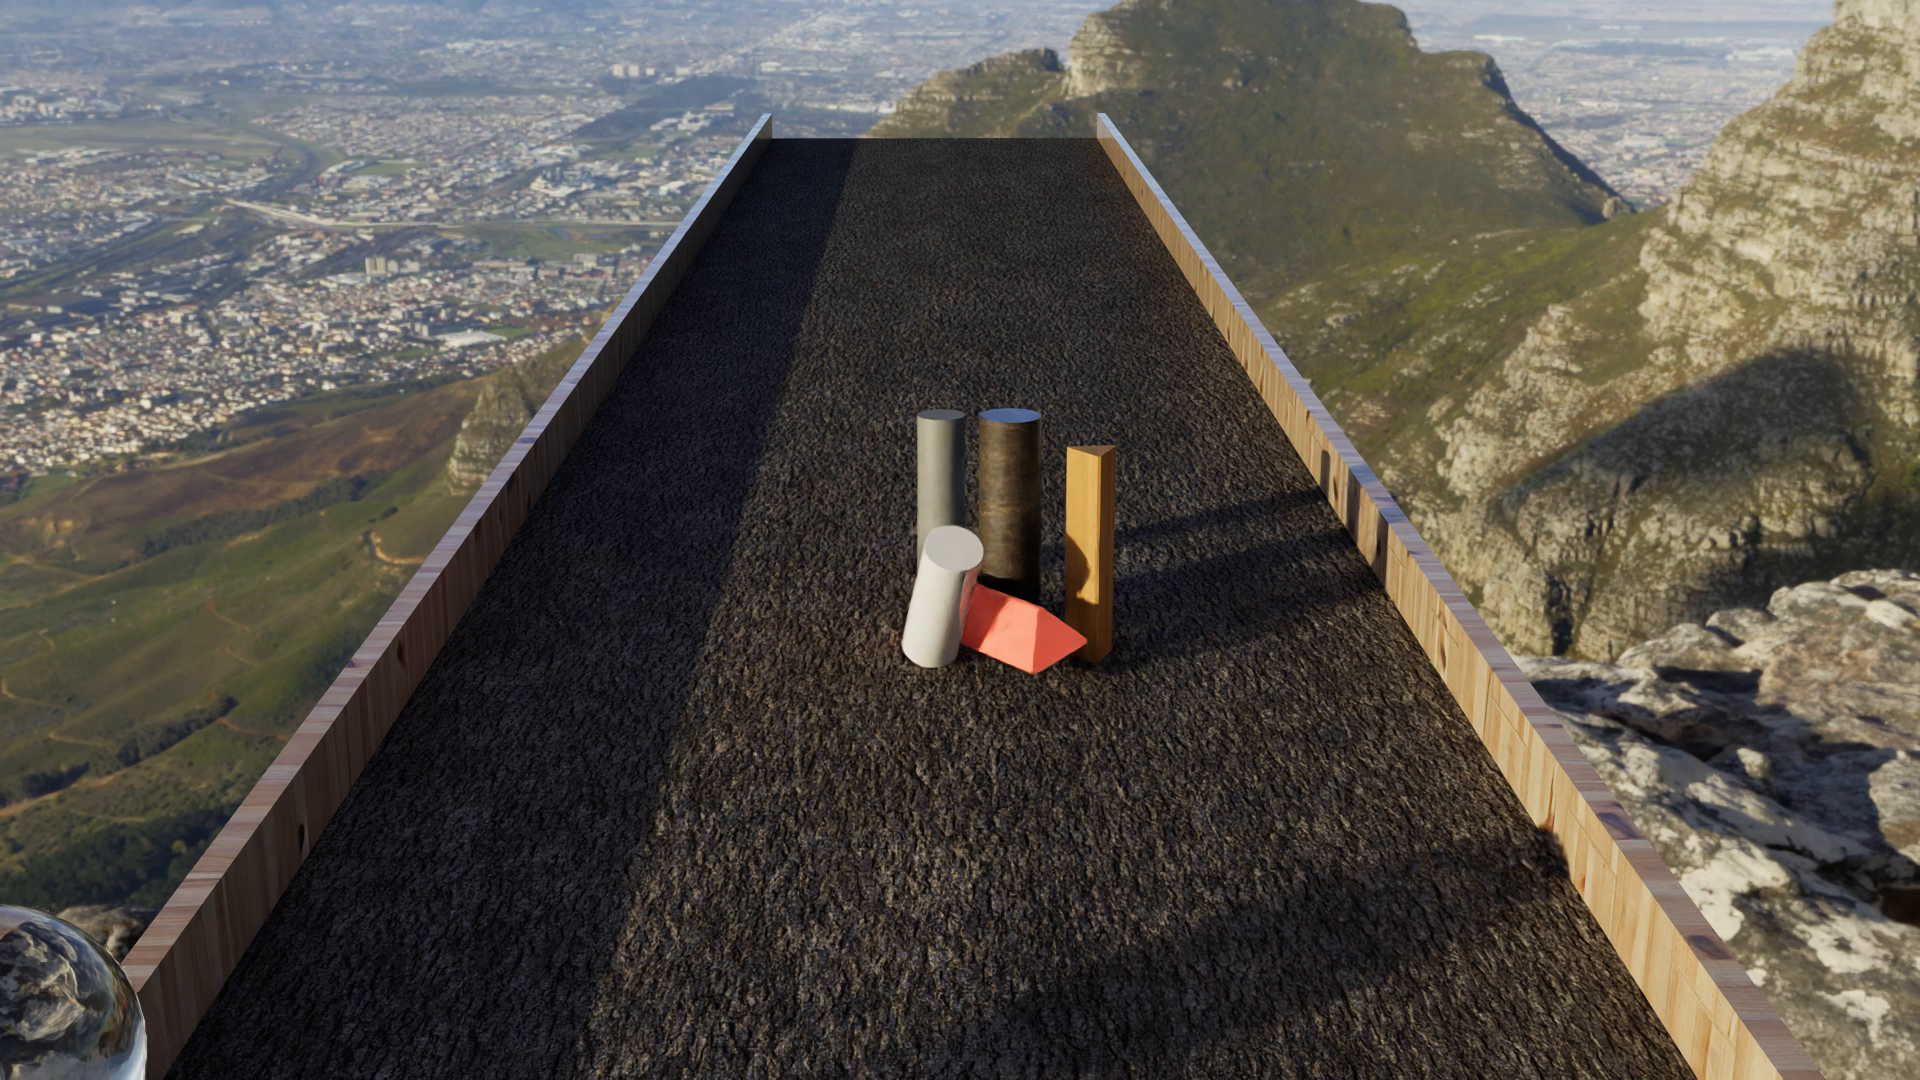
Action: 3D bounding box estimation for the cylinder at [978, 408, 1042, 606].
[{"bbox_3d":[0.104,-0.046,4.605,0.131,0.442,0.131,0,17,0],"label":"cylinder"}]

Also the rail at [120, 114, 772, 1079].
[{"bbox_3d":[-1.118,-0.838,7.780,0.050,0.150,12.000,0,17,-1],"label":"rail"}]

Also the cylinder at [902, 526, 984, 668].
[{"bbox_3d":[-0.036,0.113,4.296,0.115,0.302,0.115,6,49,-7],"label":"cylinder"}]

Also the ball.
[{"bbox_3d":[-0.937,0.499,2.101,0.302,0.302,0.302,0,17,0],"label":"ball"}]

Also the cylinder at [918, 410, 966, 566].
[{"bbox_3d":[-0.041,-0.095,4.886,0.106,0.376,0.106,0,17,0],"label":"cylinder"}]

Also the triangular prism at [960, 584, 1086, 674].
[{"bbox_3d":[0.072,0.144,4.392,0.131,0.113,0.438,-30,21,-20],"label":"triangular prism"}]

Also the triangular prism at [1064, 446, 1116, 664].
[{"bbox_3d":[0.275,0.025,4.392,0.084,0.428,0.097,-12,21,-36],"label":"triangular prism"}]

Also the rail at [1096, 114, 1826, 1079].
[{"bbox_3d":[0.932,-0.844,7.801,0.050,0.150,12.000,0,17,-1],"label":"rail"}]
